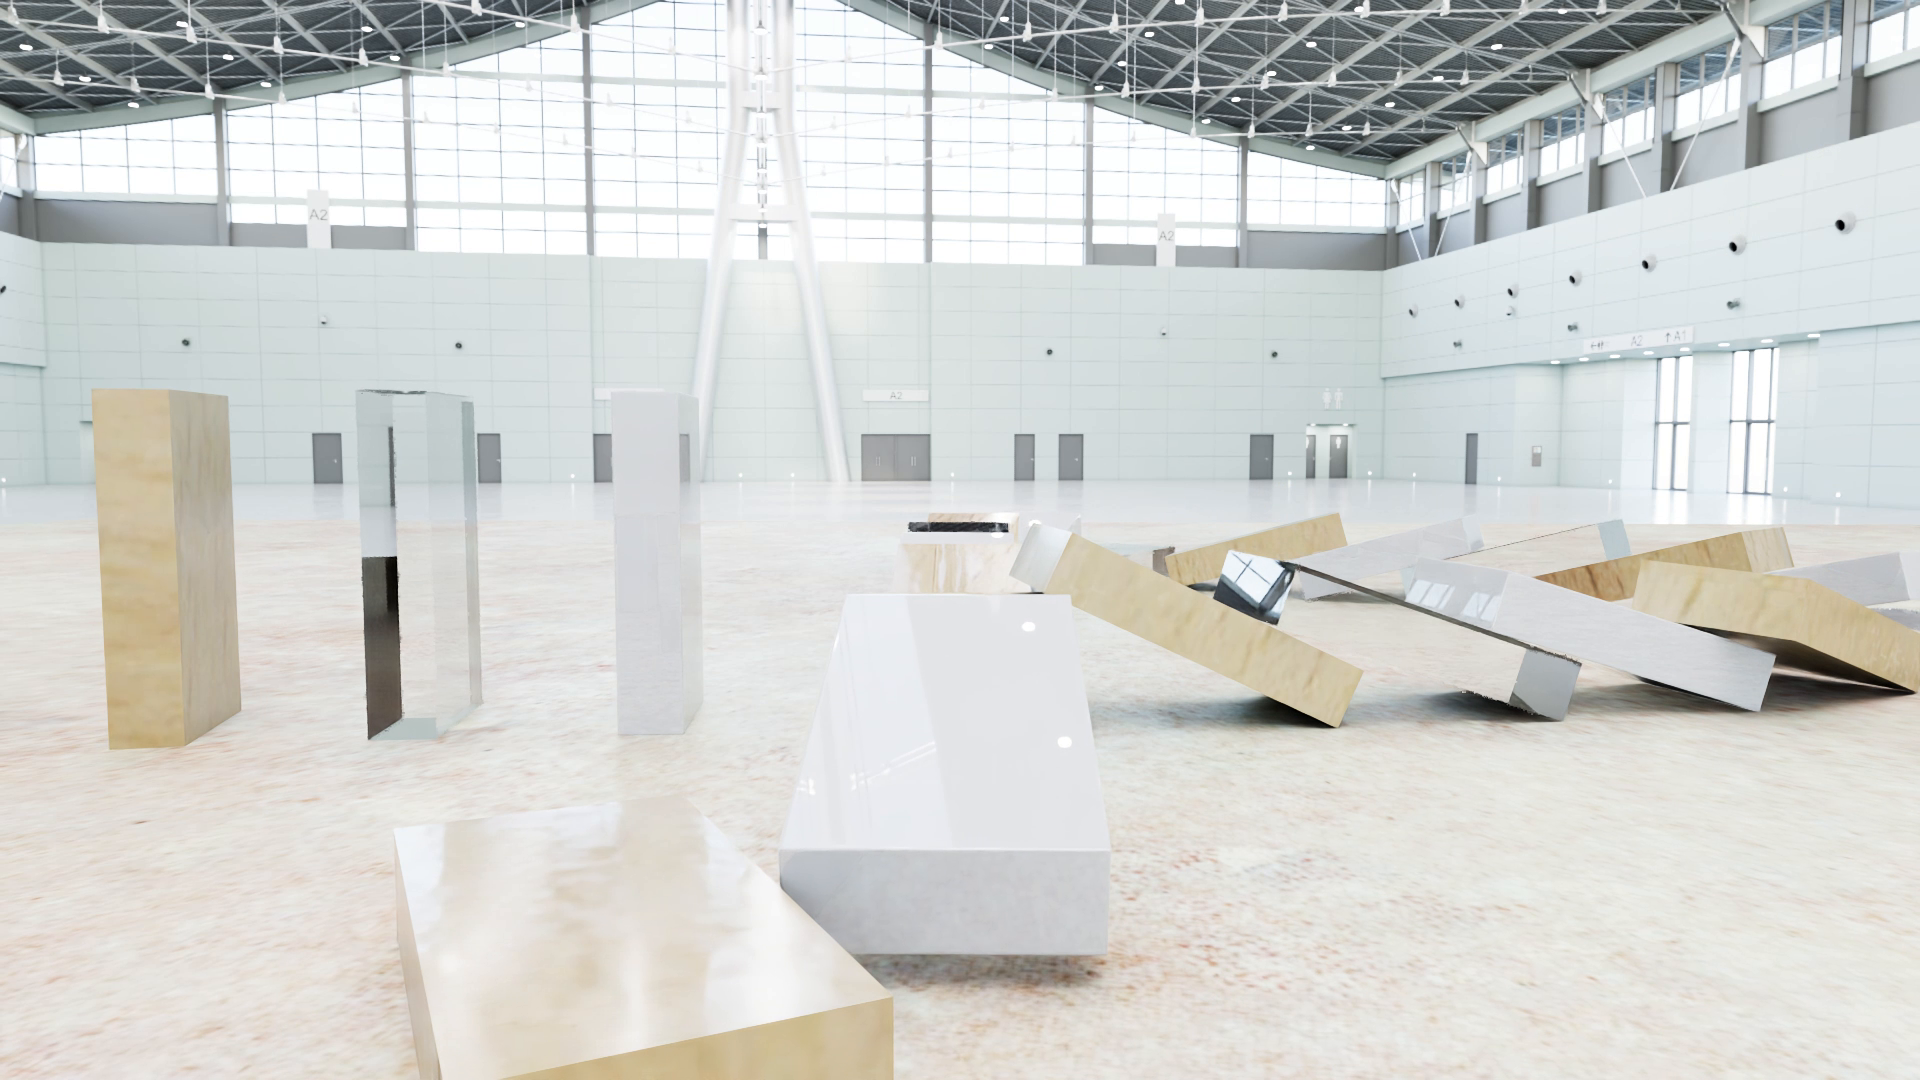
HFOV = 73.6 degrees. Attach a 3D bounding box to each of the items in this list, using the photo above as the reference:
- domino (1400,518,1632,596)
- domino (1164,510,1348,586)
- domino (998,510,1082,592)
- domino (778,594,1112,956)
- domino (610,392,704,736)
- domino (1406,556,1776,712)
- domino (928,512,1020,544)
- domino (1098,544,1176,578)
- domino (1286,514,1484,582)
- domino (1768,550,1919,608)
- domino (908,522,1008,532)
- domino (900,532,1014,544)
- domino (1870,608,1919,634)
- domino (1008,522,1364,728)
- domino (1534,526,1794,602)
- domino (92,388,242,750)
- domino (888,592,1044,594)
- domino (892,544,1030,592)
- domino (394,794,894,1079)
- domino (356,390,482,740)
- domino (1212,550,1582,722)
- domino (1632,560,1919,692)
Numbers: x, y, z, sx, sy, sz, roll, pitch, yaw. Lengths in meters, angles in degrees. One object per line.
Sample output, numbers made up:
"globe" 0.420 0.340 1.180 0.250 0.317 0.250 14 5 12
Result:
"domino" 0.144 0.006 0.335 0.050 0.009 0.025 -18 -8 39
"domino" 0.087 0.003 0.376 0.050 0.009 0.025 -15 -2 16
"domino" 0.017 0.004 0.369 0.025 0.009 0.050 1 19 18
"domino" -0.001 0.019 0.121 0.025 0.010 0.050 0 20 1
"domino" -0.046 0.003 0.198 0.009 0.050 0.025 0 4 -5
"domino" 0.102 0.015 0.211 0.050 0.009 0.025 16 1 -12
"domino" 0.002 0.006 0.335 0.025 0.009 0.050 0 21 4
"domino" 0.045 0.008 0.399 0.025 0.009 0.050 3 5 33
"domino" 0.118 0.004 0.358 0.050 0.009 0.025 -16 -5 29
"domino" 0.181 0.011 0.274 0.025 0.009 0.050 -2 -10 -28
"domino" -0.001 0.009 0.300 0.025 0.009 0.050 0 20 2
"domino" -0.001 0.011 0.265 0.025 0.010 0.050 0 20 1
"domino" 0.182 0.020 0.232 0.025 0.010 0.050 -1 4 -13
"domino" 0.034 0.013 0.200 0.050 0.009 0.025 25 0 -11
"domino" 0.166 0.008 0.306 0.025 0.010 0.050 -4 -11 -39
"domino" -0.117 0.003 0.190 0.009 0.050 0.025 -1 4 -13
"domino" 0.001 0.020 0.182 0.025 0.010 0.050 0 15 0
"domino" 0.000 0.014 0.231 0.025 0.010 0.050 0 20 0
"domino" -0.026 0.031 0.094 0.025 0.010 0.050 -2 5 -26
"domino" -0.082 0.003 0.195 0.010 0.050 0.025 0 4 -6
"domino" 0.068 0.015 0.204 0.050 0.009 0.025 18 0 -12
"domino" 0.138 0.015 0.216 0.050 0.009 0.025 16 -3 -35
